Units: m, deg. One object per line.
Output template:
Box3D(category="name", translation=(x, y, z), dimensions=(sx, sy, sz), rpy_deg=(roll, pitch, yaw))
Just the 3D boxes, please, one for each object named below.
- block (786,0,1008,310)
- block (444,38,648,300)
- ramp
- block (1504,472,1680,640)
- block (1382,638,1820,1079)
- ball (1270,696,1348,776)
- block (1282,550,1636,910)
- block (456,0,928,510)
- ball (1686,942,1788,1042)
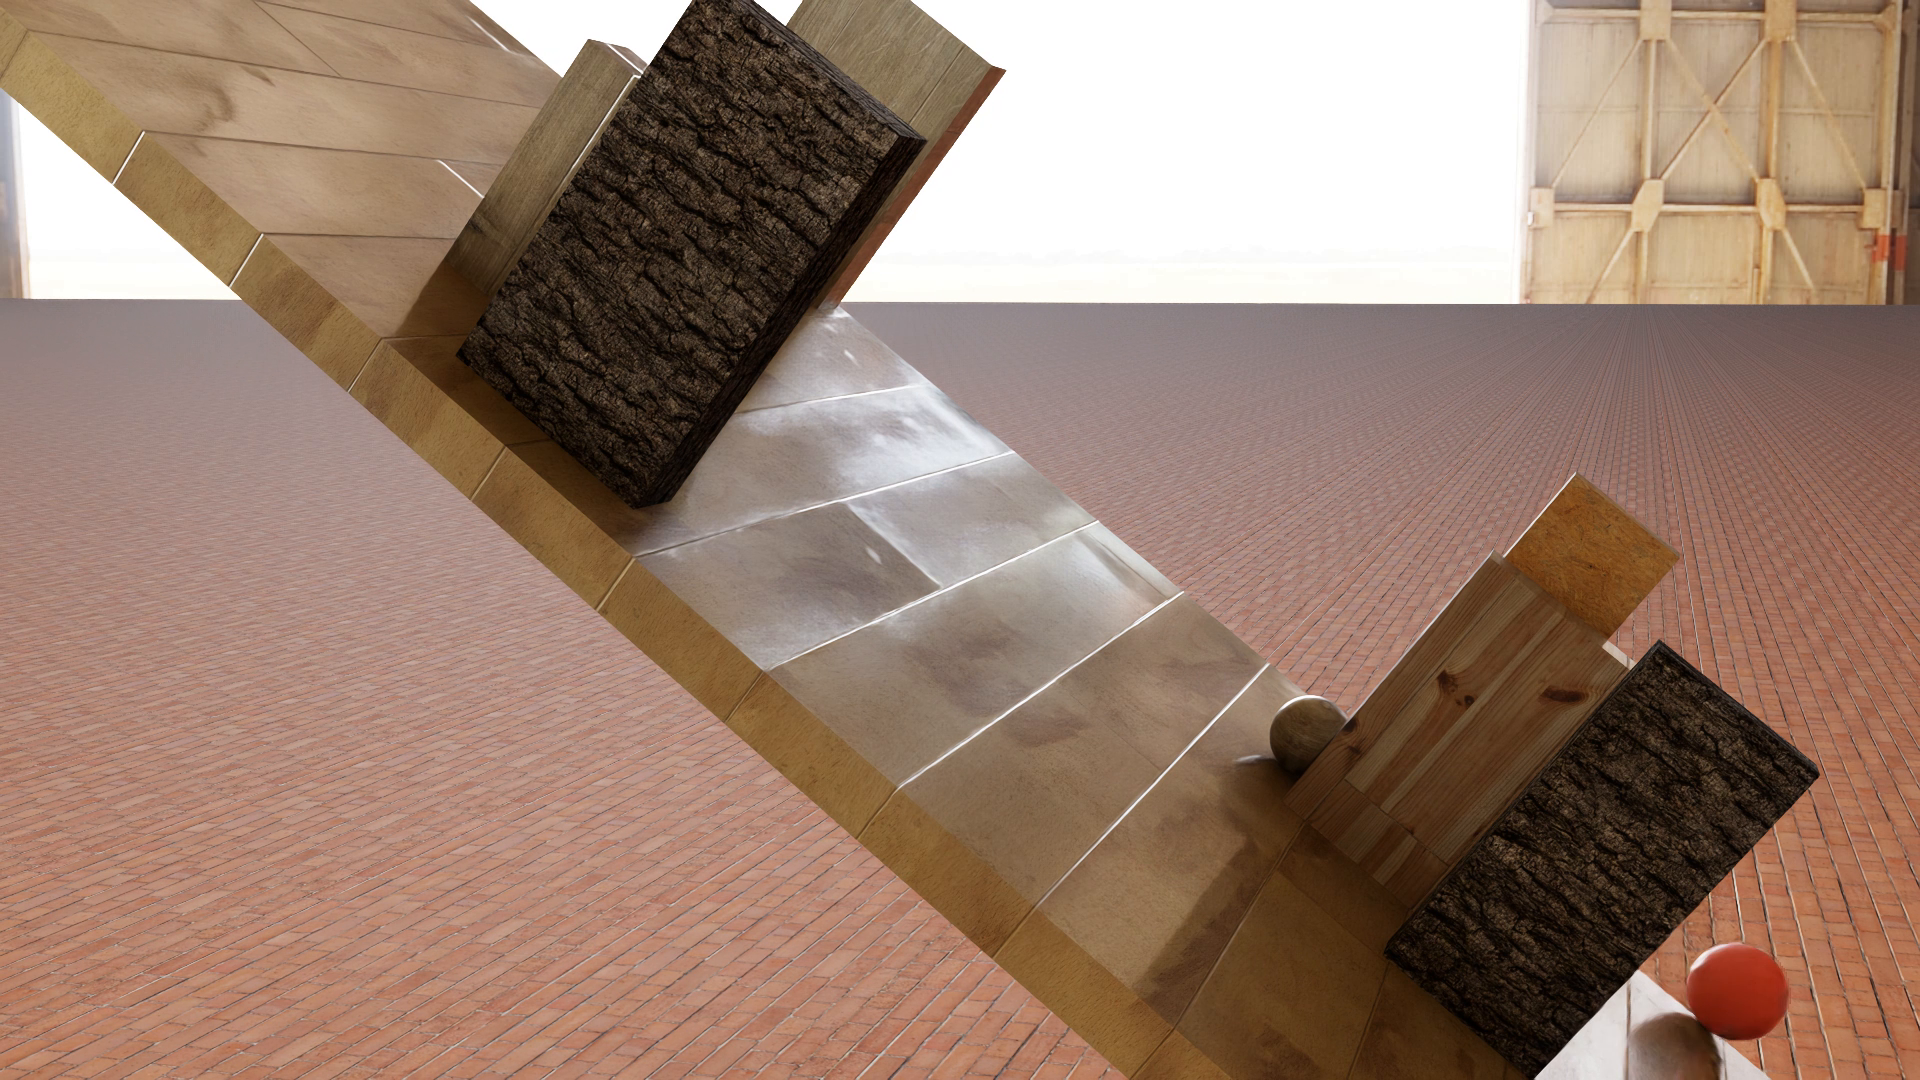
Box3D(category="block", translation=(-0.274, -0.922, 4.957), dimensions=(0.441, 0.670, 0.123), rpy_deg=(40, 16, 9))
Box3D(category="block", translation=(-0.547, -0.512, 3.634), dimensions=(0.422, 0.445, 0.149), rpy_deg=(40, 16, 9))
Box3D(category="ramp", translation=(-0.034, 0.089, 4.056), dimensions=(4.000, 0.100, 2.000), rpy_deg=(40, 16, 9))
Box3D(category="block", translation=(1.035, 0.251, 4.274), dimensions=(0.246, 0.786, 0.088), rpy_deg=(40, 16, 9))
Box3D(category="block", translation=(1.062, 0.539, 3.680), dimensions=(0.320, 0.703, 0.085), rpy_deg=(40, 16, 9))
Box3D(category="ball", translation=(0.685, 0.384, 4.294), dimensions=(0.161, 0.161, 0.161), rpy_deg=(0, 7, 0))
Box3D(category="block", translation=(0.943, 0.376, 4.069), dimensions=(0.390, 0.599, 0.124), rpy_deg=(40, 16, 9))
Box3D(category="block", translation=(-0.406, -0.432, 3.274), dimensions=(0.369, 0.686, 0.131), rpy_deg=(40, 16, 9))
Box3D(category="ball", translation=(1.652, 0.961, 4.677), dimensions=(0.205, 0.205, 0.205), rpy_deg=(0, 7, 0))
